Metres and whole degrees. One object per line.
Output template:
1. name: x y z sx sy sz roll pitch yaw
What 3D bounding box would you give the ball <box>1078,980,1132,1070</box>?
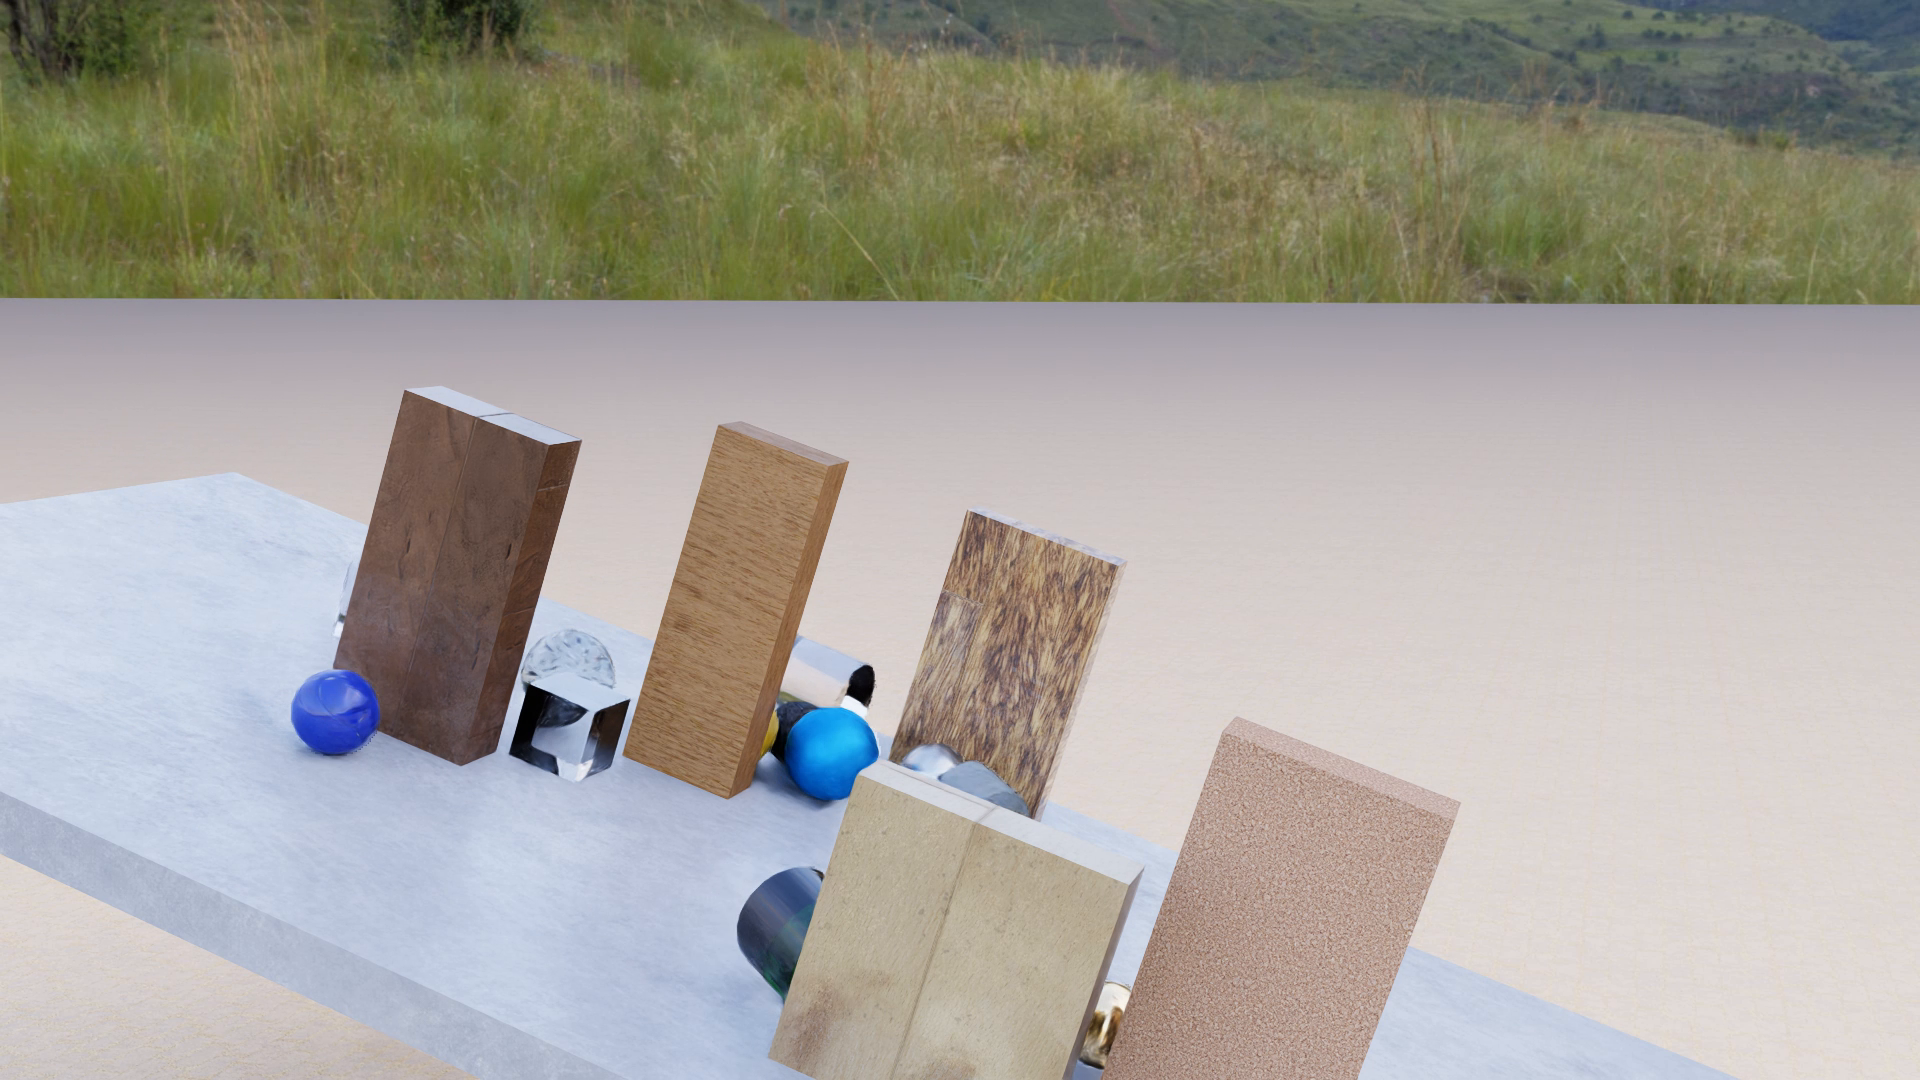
1. ball: 0.247 0.824 3.734 0.148 0.148 0.148 0 7 0

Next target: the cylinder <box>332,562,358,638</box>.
1. cylinder: -1.239 0.145 4.694 0.163 0.163 0.163 14 2 -18

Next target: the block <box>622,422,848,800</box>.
1. block: -0.459 0.142 4.473 0.246 0.720 0.119 21 12 14

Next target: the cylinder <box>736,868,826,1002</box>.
1. cylinder: -0.242 0.674 3.649 0.193 0.193 0.193 -4 22 -31

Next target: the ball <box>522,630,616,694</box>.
1. ball: -0.818 0.284 4.593 0.193 0.193 0.193 0 7 0

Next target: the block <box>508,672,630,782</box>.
1. block: -0.774 0.369 4.368 0.152 0.152 0.152 21 12 15

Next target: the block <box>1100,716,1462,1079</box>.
1. block: 0.489 0.675 3.475 0.372 0.695 0.124 21 12 14

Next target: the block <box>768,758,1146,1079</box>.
1. block: -0.010 0.650 3.378 0.445 0.486 0.112 21 12 14

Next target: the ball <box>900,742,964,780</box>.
1. ball: -0.059 0.514 4.746 0.153 0.153 0.153 0 7 0

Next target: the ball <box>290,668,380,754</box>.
1. ball: -1.151 0.316 4.052 0.157 0.157 0.157 0 7 0

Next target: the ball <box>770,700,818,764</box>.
1. ball: -0.353 0.420 4.773 0.143 0.143 0.143 0 7 0

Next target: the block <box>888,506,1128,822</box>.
1. block: 0.093 0.289 4.799 0.353 0.641 0.088 21 12 14

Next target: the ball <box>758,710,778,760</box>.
1. ball: -0.468 0.394 4.669 0.164 0.164 0.164 0 7 0

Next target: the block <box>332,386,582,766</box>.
1. block: -0.979 0.066 4.231 0.315 0.651 0.135 21 12 14

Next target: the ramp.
1. ramp: -0.355 0.669 4.225 4.000 0.100 2.000 21 12 14

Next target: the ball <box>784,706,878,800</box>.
1. ball: -0.271 0.449 4.627 0.197 0.197 0.197 0 7 0

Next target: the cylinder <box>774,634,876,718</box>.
1. cylinder: -0.335 0.341 5.002 0.207 0.207 0.207 22 15 21

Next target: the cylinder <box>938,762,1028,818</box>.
1. cylinder: 0.042 0.569 4.639 0.153 0.153 0.153 -4 21 -28
